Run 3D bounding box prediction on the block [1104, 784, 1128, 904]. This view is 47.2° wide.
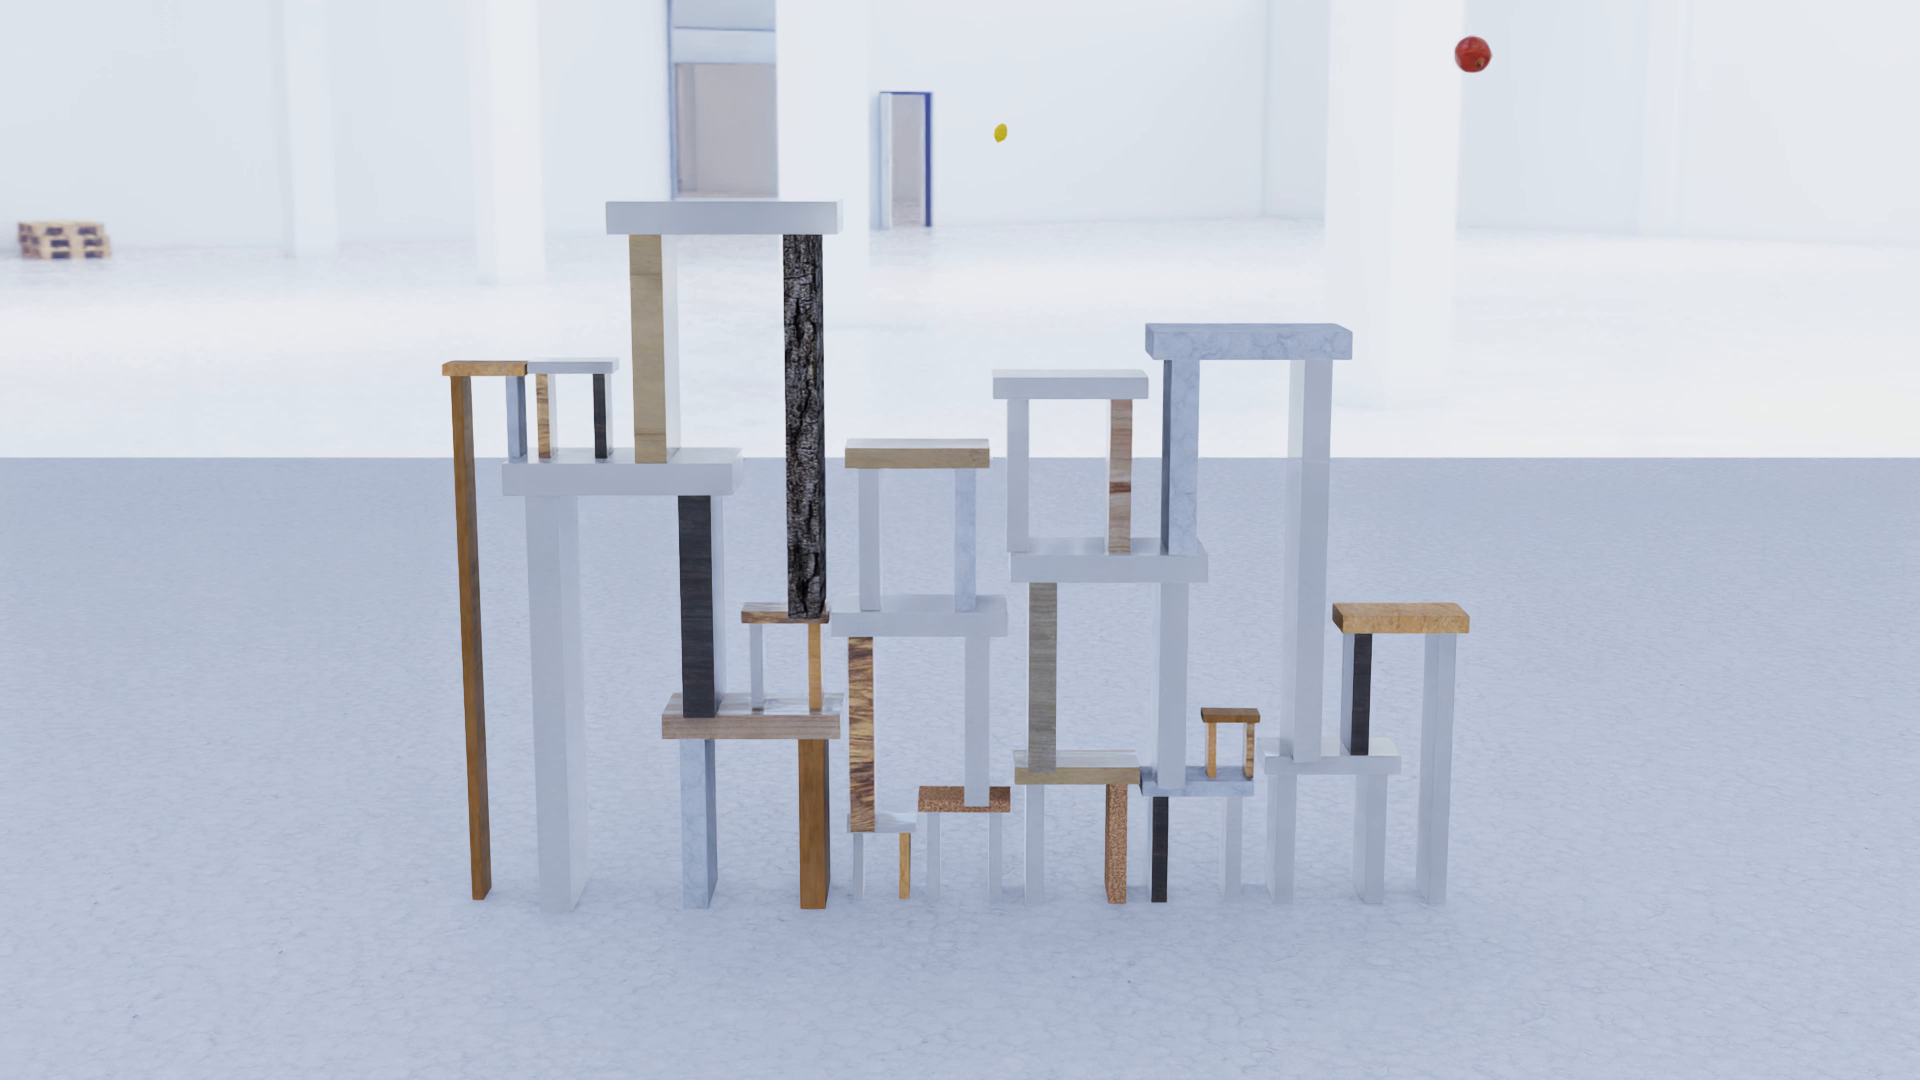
[{"bbox_3d":[0.259,0.489,3.652,0.029,0.204,0.102,0,11,0],"label":"block"}]

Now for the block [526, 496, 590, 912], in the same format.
[{"bbox_3d":[-0.658,0.252,3.605,0.051,0.688,0.180,0,11,0],"label":"block"}]

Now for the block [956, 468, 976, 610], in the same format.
[{"bbox_3d":[0.009,-0.010,3.559,0.033,0.230,0.115,0,10,0],"label":"block"}]

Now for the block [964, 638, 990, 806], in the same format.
[{"bbox_3d":[0.028,0.281,3.611,0.040,0.282,0.141,0,11,1],"label":"block"}]

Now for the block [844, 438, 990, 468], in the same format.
[{"bbox_3d":[-0.068,-0.140,3.537,0.229,0.033,0.115,0,10,-1],"label":"block"}]

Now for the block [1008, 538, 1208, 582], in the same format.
[{"bbox_3d":[0.237,0.032,3.561,0.313,0.044,0.157,0,11,0],"label":"block"}]

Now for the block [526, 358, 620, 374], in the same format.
[{"bbox_3d":[-0.616,-0.278,3.507,0.135,0.019,0.068,0,11,0],"label":"block"}]

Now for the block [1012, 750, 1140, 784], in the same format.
[{"bbox_3d":[0.191,0.375,3.630,0.204,0.029,0.102,0,11,0],"label":"block"}]

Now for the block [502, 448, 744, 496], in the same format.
[{"bbox_3d":[-0.538,-0.111,3.538,0.360,0.051,0.180,0,11,0],"label":"block"}]

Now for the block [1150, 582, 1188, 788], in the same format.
[{"bbox_3d":[0.342,0.220,3.595,0.044,0.339,0.157,0,11,0],"label":"block"}]

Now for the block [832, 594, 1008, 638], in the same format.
[{"bbox_3d":[-0.065,0.123,3.581,0.282,0.040,0.141,0,11,0],"label":"block"}]

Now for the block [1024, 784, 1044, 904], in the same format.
[{"bbox_3d":[0.123,0.489,3.652,0.029,0.204,0.102,0,11,0],"label":"block"}]

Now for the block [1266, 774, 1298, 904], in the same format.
[{"bbox_3d":[0.533,0.480,3.654,0.031,0.221,0.111,0,11,0],"label":"block"}]

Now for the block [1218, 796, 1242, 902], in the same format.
[{"bbox_3d":[0.449,0.500,3.655,0.026,0.182,0.091,0,11,0],"label":"block"}]

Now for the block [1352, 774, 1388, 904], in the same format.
[{"bbox_3d":[0.681,0.480,3.654,0.031,0.221,0.111,0,11,0],"label":"block"}]

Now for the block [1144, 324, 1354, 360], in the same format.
[{"bbox_3d":[0.456,-0.316,3.497,0.310,0.044,0.155,0,11,0],"label":"block"}]

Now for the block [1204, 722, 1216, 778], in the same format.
[{"bbox_3d":[0.413,0.340,3.622,0.013,0.093,0.046,-1,11,0],"label":"block"}]

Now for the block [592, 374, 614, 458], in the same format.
[{"bbox_3d":[-0.571,-0.203,3.521,0.019,0.135,0.068,0,11,0],"label":"block"}]

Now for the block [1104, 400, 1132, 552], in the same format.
[{"bbox_3d":[0.255,-0.112,3.541,0.035,0.245,0.122,0,11,1],"label":"block"}]

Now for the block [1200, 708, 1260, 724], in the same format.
[{"bbox_3d":[0.444,0.288,3.614,0.093,0.013,0.046,0,11,1],"label":"block"}]

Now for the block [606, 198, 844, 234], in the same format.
[{"bbox_3d":[-0.366,-0.511,3.466,0.356,0.050,0.178,0,11,0],"label":"block"}]

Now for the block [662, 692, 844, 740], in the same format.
[{"bbox_3d":[-0.336,0.288,3.610,0.287,0.041,0.144,0,11,0],"label":"block"}]

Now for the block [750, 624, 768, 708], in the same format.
[{"bbox_3d":[-0.329,0.198,3.598,0.020,0.141,0.071,0,11,0],"label":"block"}]

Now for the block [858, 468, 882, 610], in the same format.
[{"bbox_3d":[-0.145,-0.010,3.558,0.033,0.230,0.115,0,11,0],"label":"block"}]

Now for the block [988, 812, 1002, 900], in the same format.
[{"bbox_3d":[0.058,0.515,3.659,0.022,0.152,0.076,0,11,0],"label":"block"}]

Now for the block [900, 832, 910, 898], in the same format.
[{"bbox_3d":[-0.092,0.533,3.661,0.016,0.114,0.057,1,11,0],"label":"block"}]

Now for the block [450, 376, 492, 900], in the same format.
[{"bbox_3d":[-0.798,0.162,3.591,0.018,0.869,0.065,0,11,0],"label":"block"}]

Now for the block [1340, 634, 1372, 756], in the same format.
[{"bbox_3d":[0.649,0.241,3.607,0.029,0.203,0.102,0,11,0],"label":"block"}]

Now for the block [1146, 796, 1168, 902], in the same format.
[{"bbox_3d":[0.328,0.500,3.655,0.026,0.182,0.091,0,11,0],"label":"block"}]

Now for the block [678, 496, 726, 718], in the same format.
[{"bbox_3d":[-0.418,0.091,3.575,0.051,0.360,0.180,0,11,0],"label":"block"}]

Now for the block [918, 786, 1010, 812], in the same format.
[{"bbox_3d":[0.008,0.429,3.642,0.152,0.022,0.076,0,11,1],"label":"block"}]

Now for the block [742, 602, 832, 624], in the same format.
[{"bbox_3d":[-0.282,0.119,3.583,0.141,0.020,0.071,0,11,0],"label":"block"}]

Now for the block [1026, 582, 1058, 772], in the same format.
[{"bbox_3d":[0.133,0.207,3.595,0.044,0.313,0.157,0,11,0],"label":"block"}]

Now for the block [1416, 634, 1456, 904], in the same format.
[{"bbox_3d":[0.785,0.365,3.630,0.029,0.456,0.102,0,11,0],"label":"block"}]

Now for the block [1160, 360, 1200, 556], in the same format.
[{"bbox_3d":[0.353,-0.142,3.528,0.044,0.310,0.155,0,11,0],"label":"block"}]

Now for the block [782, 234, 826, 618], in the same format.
[{"bbox_3d":[-0.248,-0.189,3.527,0.050,0.605,0.178,0,11,0],"label":"block"}]

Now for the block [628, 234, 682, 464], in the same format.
[{"bbox_3d":[-0.485,-0.311,3.503,0.050,0.356,0.178,0,11,0],"label":"block"}]

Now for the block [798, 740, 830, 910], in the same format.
[{"bbox_3d":[-0.241,0.449,3.640,0.041,0.287,0.144,0,11,0],"label":"block"}]

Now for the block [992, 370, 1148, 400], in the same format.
[{"bbox_3d":[0.174,-0.250,3.518,0.245,0.035,0.122,0,11,0],"label":"block"}]

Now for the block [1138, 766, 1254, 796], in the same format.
[{"bbox_3d":[0.389,0.398,3.634,0.182,0.026,0.091,0,11,0],"label":"block"}]

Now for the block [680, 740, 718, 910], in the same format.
[{"bbox_3d":[-0.432,0.449,3.640,0.041,0.287,0.144,0,11,0],"label":"block"}]

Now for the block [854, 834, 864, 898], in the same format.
[{"bbox_3d":[-0.168,0.533,3.661,0.016,0.114,0.057,1,11,0],"label":"block"}]

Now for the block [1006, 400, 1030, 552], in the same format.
[{"bbox_3d":[0.092,-0.112,3.542,0.035,0.245,0.122,0,11,0],"label":"block"}]

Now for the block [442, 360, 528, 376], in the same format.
[{"bbox_3d":[-0.754,-0.274,3.510,0.131,0.018,0.065,0,11,0],"label":"block"}]

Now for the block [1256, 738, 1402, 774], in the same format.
[{"bbox_3d":[0.607,0.356,3.630,0.221,0.031,0.111,0,11,0],"label":"block"}]

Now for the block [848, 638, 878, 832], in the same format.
[{"bbox_3d":[-0.159,0.302,3.613,0.040,0.325,0.141,0,11,0],"label":"block"}]

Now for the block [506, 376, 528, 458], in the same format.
[{"bbox_3d":[-0.711,-0.201,3.524,0.018,0.130,0.065,0,11,0],"label":"block"}]

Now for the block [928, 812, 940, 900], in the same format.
[{"bbox_3d":[-0.043,0.515,3.659,0.022,0.152,0.076,0,11,0],"label":"block"}]

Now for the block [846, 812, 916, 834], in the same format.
[{"bbox_3d":[-0.130,0.469,3.647,0.114,0.016,0.057,0,11,-1],"label":"block"}]

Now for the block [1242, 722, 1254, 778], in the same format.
[{"bbox_3d":[0.475,0.340,3.623,0.013,0.093,0.046,0,11,0],"label":"block"}]

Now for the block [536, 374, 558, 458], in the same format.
[{"bbox_3d":[-0.661,-0.203,3.521,0.019,0.135,0.068,0,11,0],"label":"block"}]

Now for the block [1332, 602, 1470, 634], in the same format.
[{"bbox_3d":[0.717,0.127,3.585,0.203,0.029,0.102,0,11,0],"label":"block"}]

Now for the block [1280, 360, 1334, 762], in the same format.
[{"bbox_3d":[0.559,0.024,3.560,0.044,0.648,0.155,0,11,0],"label":"block"}]

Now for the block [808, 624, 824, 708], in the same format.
[{"bbox_3d":[-0.235,0.198,3.598,0.020,0.141,0.071,0,11,0],"label":"block"}]
